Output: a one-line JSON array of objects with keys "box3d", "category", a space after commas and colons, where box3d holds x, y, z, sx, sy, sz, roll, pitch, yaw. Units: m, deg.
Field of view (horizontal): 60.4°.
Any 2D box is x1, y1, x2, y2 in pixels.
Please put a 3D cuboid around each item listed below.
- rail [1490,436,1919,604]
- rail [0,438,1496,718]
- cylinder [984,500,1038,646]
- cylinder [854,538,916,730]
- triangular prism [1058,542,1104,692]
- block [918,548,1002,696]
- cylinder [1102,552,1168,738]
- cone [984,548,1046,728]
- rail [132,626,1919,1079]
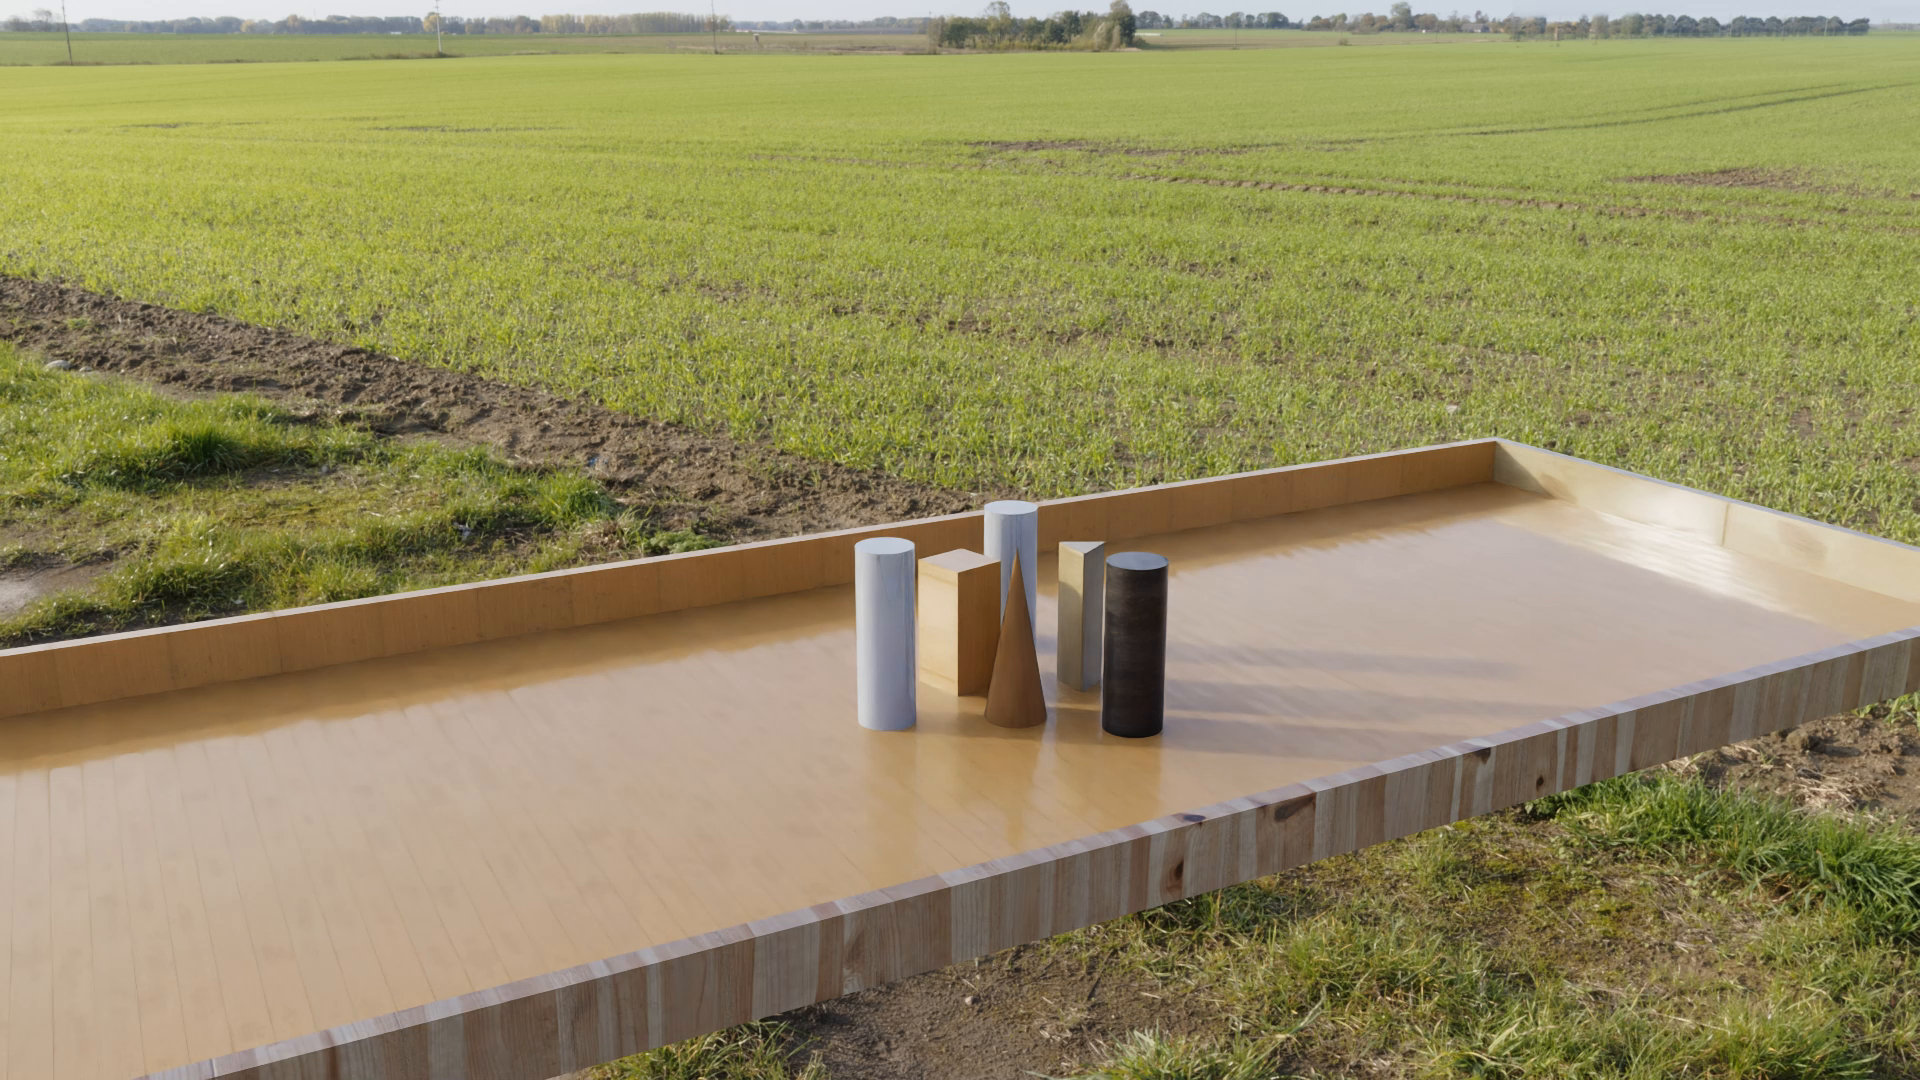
[{"box3d": [2.466, -0.048, 5.253, 0.050, 0.150, 2.100, -9, 18, -27], "category": "rail"}, {"box3d": [-3.305, 0.497, 3.399, 12.000, 0.150, 0.050, -9, 18, -27], "category": "rail"}, {"box3d": [0.133, 0.095, 4.365, 0.141, 0.376, 0.141, 0, 16, 0], "category": "cylinder"}, {"box3d": [-0.173, 0.219, 3.847, 0.139, 0.430, 0.139, 0, 16, 0], "category": "cylinder"}, {"box3d": [0.313, 0.184, 4.088, 0.094, 0.360, 0.109, -9, 19, -29], "category": "triangular prism"}, {"box3d": [-0.001, 0.203, 4.101, 0.144, 0.319, 0.144, -14, 22, -40], "category": "block"}, {"box3d": [0.404, 0.242, 3.812, 0.143, 0.406, 0.143, 0, 16, 0], "category": "cylinder"}, {"box3d": [0.132, 0.217, 3.869, 0.151, 0.422, 0.151, 0, 16, 0], "category": "cone"}, {"box3d": [-2.336, 1.006, 1.665, 12.000, 0.150, 0.050, -9, 18, -27], "category": "rail"}]
